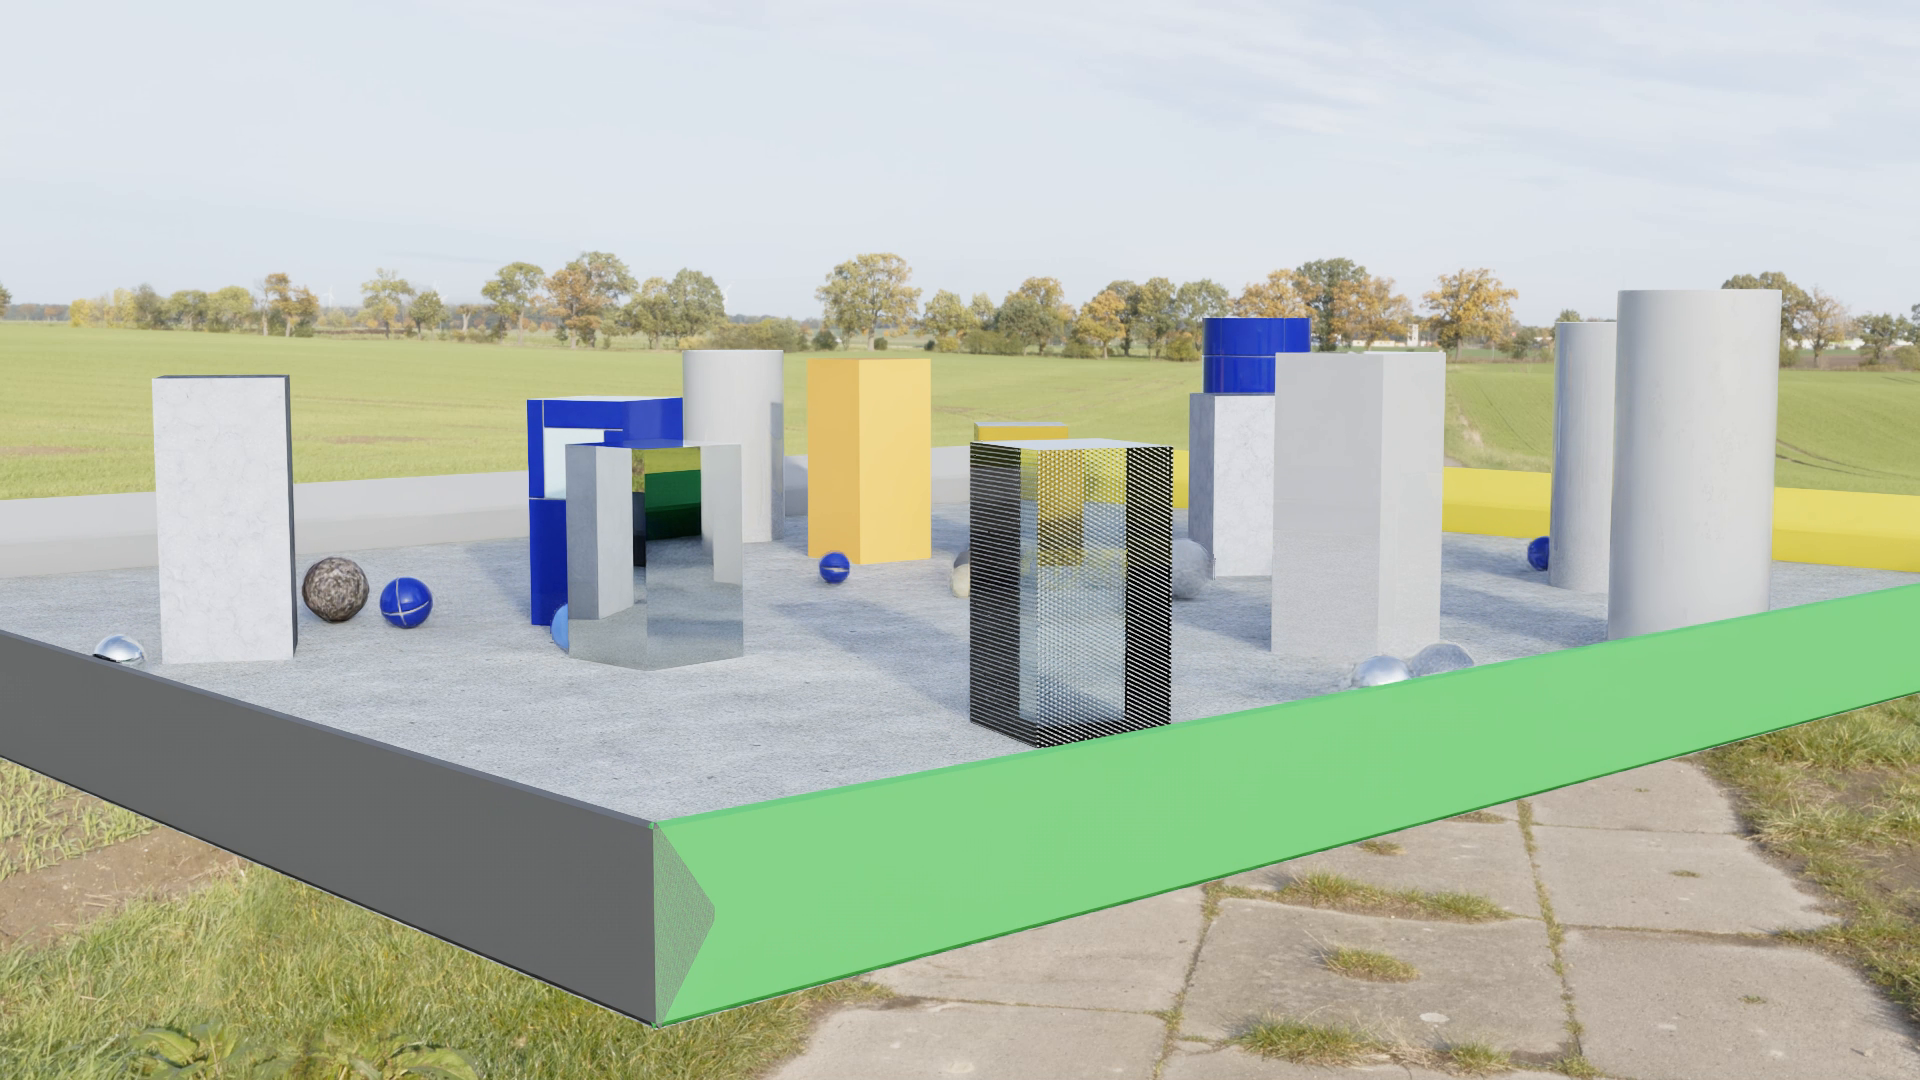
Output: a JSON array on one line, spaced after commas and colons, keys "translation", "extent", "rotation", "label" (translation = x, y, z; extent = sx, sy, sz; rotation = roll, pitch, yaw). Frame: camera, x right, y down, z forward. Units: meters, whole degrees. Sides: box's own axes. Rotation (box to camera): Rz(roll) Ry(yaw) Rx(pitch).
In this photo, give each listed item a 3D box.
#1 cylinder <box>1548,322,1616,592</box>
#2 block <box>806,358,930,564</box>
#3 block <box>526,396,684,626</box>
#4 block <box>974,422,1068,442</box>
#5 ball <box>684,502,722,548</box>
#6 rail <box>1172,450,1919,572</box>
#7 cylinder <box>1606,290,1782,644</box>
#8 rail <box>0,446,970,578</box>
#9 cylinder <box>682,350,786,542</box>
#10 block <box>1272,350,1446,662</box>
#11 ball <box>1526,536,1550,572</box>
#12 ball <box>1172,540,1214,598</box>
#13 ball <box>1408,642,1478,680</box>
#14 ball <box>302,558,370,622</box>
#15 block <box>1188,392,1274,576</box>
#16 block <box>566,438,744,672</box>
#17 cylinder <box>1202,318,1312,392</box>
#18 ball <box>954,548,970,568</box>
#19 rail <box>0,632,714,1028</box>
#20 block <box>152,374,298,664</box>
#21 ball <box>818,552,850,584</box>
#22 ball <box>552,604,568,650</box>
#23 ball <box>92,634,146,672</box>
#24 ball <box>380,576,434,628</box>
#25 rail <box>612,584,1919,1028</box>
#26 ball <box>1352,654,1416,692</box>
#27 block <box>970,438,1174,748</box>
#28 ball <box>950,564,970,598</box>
[{"translation": [1.058, -0.138, 3.552], "extent": [0.198, 0.425, 0.198], "rotation": [0, 6, 0], "label": "cylinder"}, {"translation": [-0.164, -0.146, 3.958], "extent": [0.158, 0.358, 0.158], "rotation": [-5, 8, -39], "label": "block"}, {"translation": [-0.505, -0.043, 3.150], "extent": [0.158, 0.320, 0.158], "rotation": [3, 7, 24], "label": "block"}, {"translation": [0.108, -0.088, 3.966], "extent": [0.158, 0.241, 0.158], "rotation": [0, 6, -3], "label": "block"}, {"translation": [-0.492, -0.029, 4.146], "extent": [0.086, 0.086, 0.086], "rotation": [0, 6, 0], "label": "ball"}, {"translation": [1.073, -0.069, 4.317], "extent": [0.045, 0.128, 2.660], "rotation": [-5, 8, -42], "label": "rail"}, {"translation": [0.937, -0.083, 2.813], "extent": [0.198, 0.470, 0.198], "rotation": [0, 6, 0], "label": "cylinder"}, {"translation": [-0.886, -0.066, 4.287], "extent": [2.968, 0.128, 0.045], "rotation": [-5, 8, -42], "label": "rail"}, {"translation": [-0.443, -0.187, 4.308], "extent": [0.198, 0.366, 0.198], "rotation": [0, 6, 0], "label": "cylinder"}, {"translation": [0.519, -0.048, 2.865], "extent": [0.158, 0.390, 0.158], "rotation": [5, 8, 41], "label": "block"}, {"translation": [1.001, 0.023, 3.763], "extent": [0.061, 0.061, 0.061], "rotation": [0, 6, 0], "label": "ball"}, {"translation": [0.347, 0.045, 3.405], "extent": [0.092, 0.092, 0.092], "rotation": [0, 6, 0], "label": "ball"}, {"translation": [0.535, 0.153, 2.437], "extent": [0.079, 0.079, 0.079], "rotation": [0, 6, 0], "label": "ball"}, {"translation": [-0.896, 0.071, 3.157], "extent": [0.093, 0.093, 0.093], "rotation": [0, 6, 0], "label": "ball"}, {"translation": [0.490, -0.099, 3.775], "extent": [0.158, 0.302, 0.158], "rotation": [-1, 6, -10], "label": "block"}, {"translation": [-0.391, 0.014, 2.818], "extent": [0.158, 0.275, 0.158], "rotation": [5, 8, 42], "label": "block"}, {"translation": [0.541, -0.191, 4.031], "extent": [0.198, 0.431, 0.198], "rotation": [0, 6, 0], "label": "cylinder"}, {"translation": [0.019, 0.043, 3.594], "extent": [0.057, 0.057, 0.057], "rotation": [0, 6, 0], "label": "ball"}, {"translation": [-1.073, 0.136, 2.347], "extent": [0.045, 0.128, 2.660], "rotation": [-5, 8, -42], "label": "rail"}, {"translation": [-0.951, -0.032, 2.856], "extent": [0.158, 0.360, 0.158], "rotation": [-2, 6, -14], "label": "block"}, {"translation": [-0.204, 0.046, 3.590], "extent": [0.052, 0.052, 0.052], "rotation": [0, 6, 0], "label": "ball"}, {"translation": [-0.500, 0.113, 2.877], "extent": [0.067, 0.067, 0.067], "rotation": [0, 6, 0], "label": "ball"}, {"translation": [-1.002, 0.143, 2.621], "extent": [0.061, 0.061, 0.061], "rotation": [0, 6, 0], "label": "ball"}, {"translation": [-0.778, 0.087, 3.091], "extent": [0.073, 0.073, 0.073], "rotation": [0, 6, 0], "label": "ball"}, {"translation": [0.886, 0.133, 2.377], "extent": [2.968, 0.128, 0.045], "rotation": [-5, 8, -42], "label": "rail"}, {"translation": [0.464, 0.160, 2.410], "extent": [0.070, 0.070, 0.070], "rotation": [0, 6, 0], "label": "ball"}, {"translation": [0.116, 0.050, 2.333], "extent": [0.158, 0.304, 0.158], "rotation": [-3, 7, -25], "label": "block"}, {"translation": [0.009, 0.064, 3.416], "extent": [0.053, 0.053, 0.053], "rotation": [0, 6, 0], "label": "ball"}]
